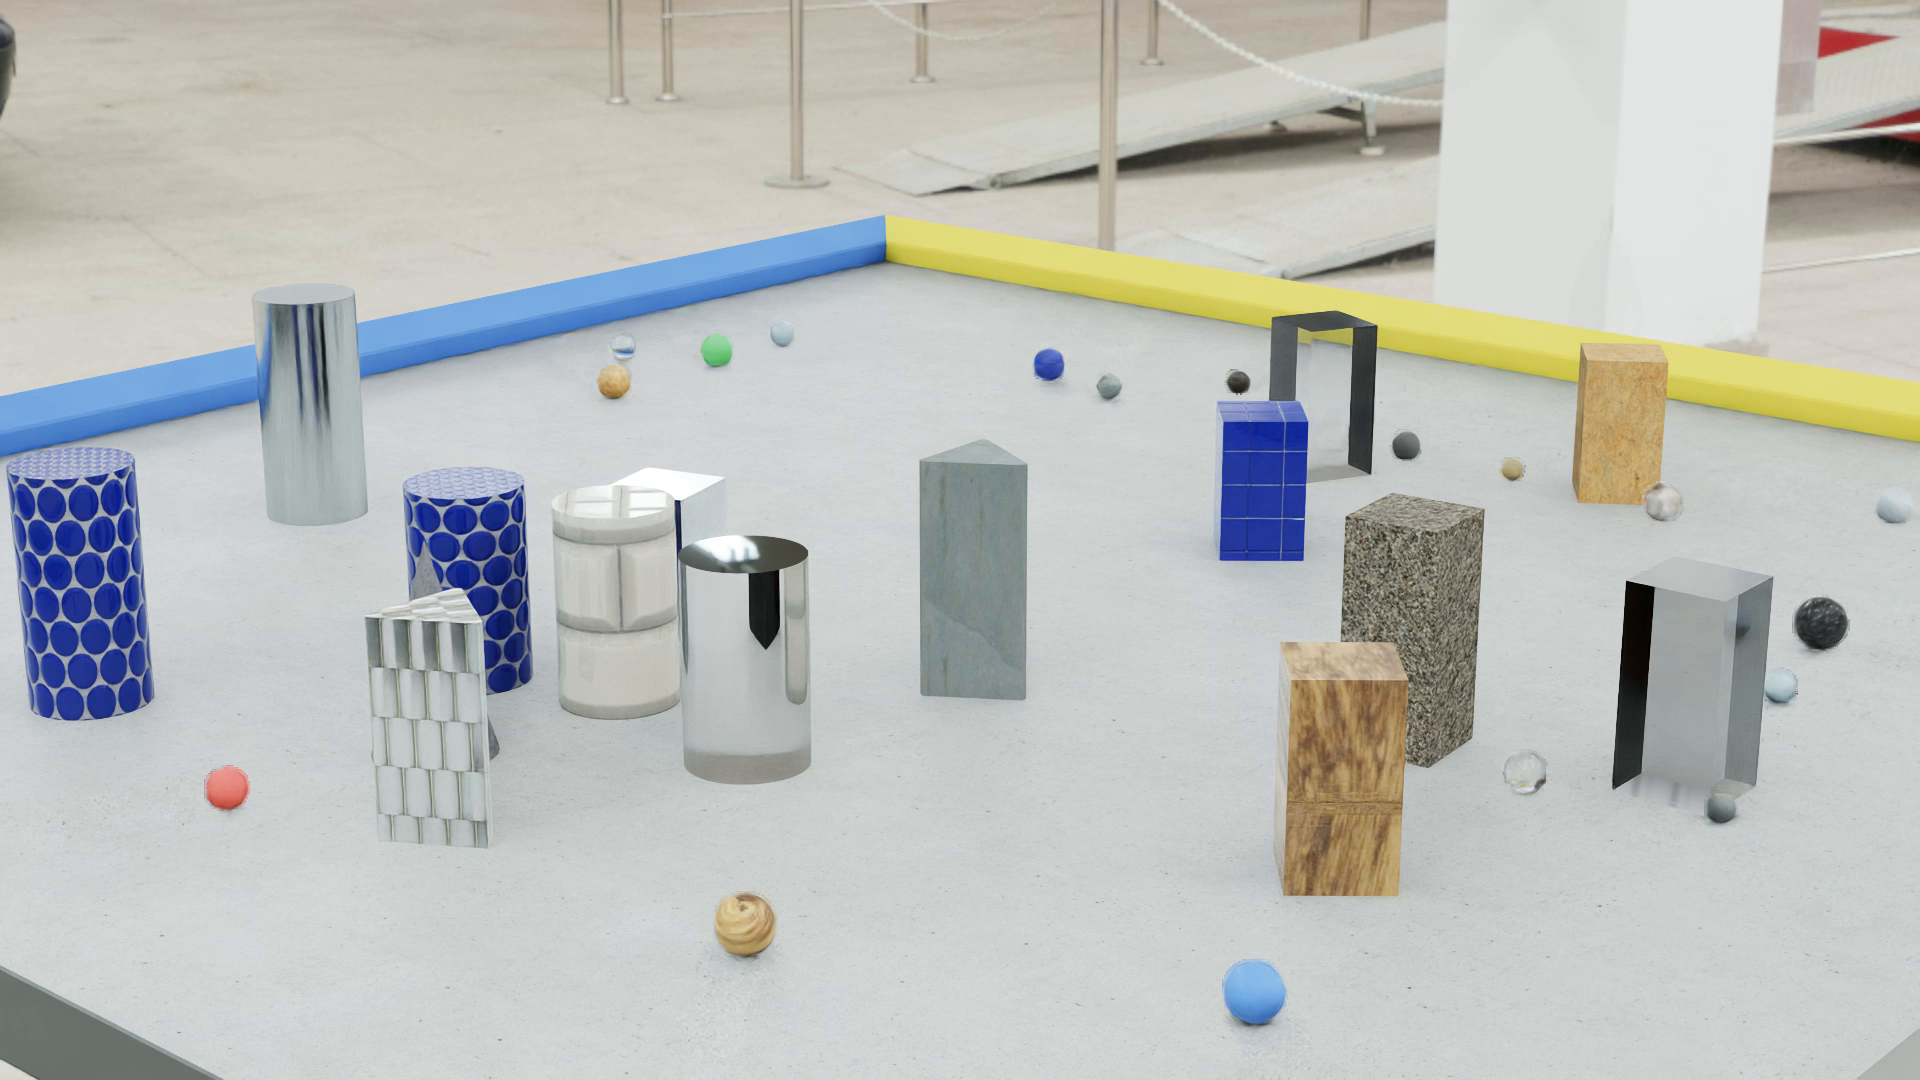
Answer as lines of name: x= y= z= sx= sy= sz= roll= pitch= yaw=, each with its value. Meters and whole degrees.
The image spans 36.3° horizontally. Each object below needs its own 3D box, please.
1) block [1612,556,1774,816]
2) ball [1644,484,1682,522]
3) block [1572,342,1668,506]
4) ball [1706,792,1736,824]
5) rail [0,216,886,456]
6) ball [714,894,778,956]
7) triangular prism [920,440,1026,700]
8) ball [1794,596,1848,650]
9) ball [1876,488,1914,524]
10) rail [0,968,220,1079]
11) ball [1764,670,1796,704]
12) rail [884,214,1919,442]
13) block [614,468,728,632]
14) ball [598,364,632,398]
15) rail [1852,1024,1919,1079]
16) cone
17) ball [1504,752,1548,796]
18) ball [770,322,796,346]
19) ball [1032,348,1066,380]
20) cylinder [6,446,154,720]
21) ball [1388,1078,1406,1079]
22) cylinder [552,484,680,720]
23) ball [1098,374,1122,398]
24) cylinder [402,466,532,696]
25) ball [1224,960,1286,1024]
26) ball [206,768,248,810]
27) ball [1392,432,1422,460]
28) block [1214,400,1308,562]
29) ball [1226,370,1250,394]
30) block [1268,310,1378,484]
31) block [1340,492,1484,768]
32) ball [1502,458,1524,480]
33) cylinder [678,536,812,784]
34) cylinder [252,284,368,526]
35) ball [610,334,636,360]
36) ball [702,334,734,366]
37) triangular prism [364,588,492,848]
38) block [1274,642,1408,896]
block: x=1.049 y=0.207 z=4.202 sx=0.152 sy=0.319 sz=0.152 roll=14 pitch=21 yaw=38
ball: x=1.332 y=-0.071 z=5.552 sx=0.071 sy=0.071 sz=0.071 roll=0 pitch=17 yaw=0
block: x=1.282 y=-0.227 z=5.700 sx=0.152 sy=0.283 sz=0.152 roll=2 pitch=17 yaw=7
ball: x=1.069 y=0.377 z=4.120 sx=0.042 sy=0.042 sz=0.042 roll=0 pitch=17 yaw=0
rail: x=-1.551 y=-0.359 z=6.410 sx=0.045 sy=0.123 sz=4.170 roll=14 pitch=22 yaw=39
ball: x=-0.271 y=0.485 z=3.696 sx=0.080 sy=0.080 sz=0.080 roll=0 pitch=17 yaw=0
triangular prism: x=0.029 y=0.044 z=4.632 sx=0.165 sy=0.383 sz=0.143 roll=2 pitch=17 yaw=7
ball: x=1.420 y=0.137 z=4.838 sx=0.087 sy=0.087 sz=0.087 roll=0 pitch=17 yaw=0
ball: x=1.765 y=-0.066 z=5.538 sx=0.069 sy=0.069 sz=0.069 roll=0 pitch=17 yaw=0
rail: x=-1.352 y=0.481 z=3.630 sx=4.156 sy=0.123 sz=0.045 roll=14 pitch=22 yaw=39
ball: x=1.283 y=0.230 z=4.590 sx=0.052 sy=0.052 sz=0.052 roll=0 pitch=17 yaw=0
rail: x=1.352 y=-0.419 z=6.611 sx=4.156 sy=0.123 sz=0.045 roll=14 pitch=22 yaw=39
block: x=-0.496 y=0.023 z=4.941 sx=0.152 sy=0.245 sz=0.152 roll=8 pitch=18 yaw=24
ball: x=-0.763 y=-0.350 z=6.469 sx=0.075 sy=0.075 sz=0.075 roll=0 pitch=17 yaw=0
rail: x=1.551 y=0.420 z=3.831 sx=0.045 sy=0.123 sz=4.170 roll=14 pitch=22 yaw=39
cone: x=-0.785 y=0.158 z=4.342 sx=0.190 sy=0.332 sz=0.190 roll=0 pitch=17 yaw=0
ball: x=0.814 y=0.336 z=4.220 sx=0.063 sy=0.063 sz=0.063 roll=0 pitch=17 yaw=0
ball: x=-0.421 y=-0.489 z=6.955 sx=0.060 sy=0.060 sz=0.060 roll=0 pitch=17 yaw=0
ball: x=0.202 y=-0.398 z=6.628 sx=0.074 sy=0.074 sz=0.074 roll=0 pitch=17 yaw=0
cylinder: x=-1.364 y=0.066 z=4.553 sx=0.190 sy=0.386 sz=0.190 roll=0 pitch=17 yaw=0
ball: x=0.491 y=0.626 z=3.292 sx=0.044 sy=0.044 sz=0.044 roll=0 pitch=17 yaw=0
cylinder: x=-0.534 y=0.095 z=4.565 sx=0.190 sy=0.323 sz=0.190 roll=0 pitch=17 yaw=0
ball: x=0.330 y=-0.339 z=6.468 sx=0.055 sy=0.055 sz=0.055 roll=0 pitch=17 yaw=0
cylinder: x=-0.782 y=0.065 z=4.666 sx=0.190 sy=0.324 sz=0.190 roll=0 pitch=17 yaw=0
ball: x=0.353 y=0.542 z=3.516 sx=0.074 sy=0.074 sz=0.074 roll=0 pitch=17 yaw=0
ball: x=-1.042 y=0.353 z=4.168 sx=0.059 sy=0.059 sz=0.059 roll=0 pitch=17 yaw=0
ball: x=0.910 y=-0.192 z=5.974 sx=0.059 sy=0.059 sz=0.059 roll=0 pitch=17 yaw=0
block: x=0.547 y=-0.109 z=5.349 sx=0.152 sy=0.260 sz=0.152 roll=0 pitch=17 yaw=0
ball: x=0.618 y=-0.349 z=6.506 sx=0.053 sy=0.053 sz=0.053 roll=0 pitch=17 yaw=0
block: x=0.723 y=-0.288 z=5.863 sx=0.152 sy=0.307 sz=0.152 roll=-8 pitch=18 yaw=-24
block: x=0.671 y=0.133 z=4.374 sx=0.152 sy=0.362 sz=0.152 roll=11 pitch=20 yaw=33
ball: x=1.098 y=-0.140 z=5.827 sx=0.044 sy=0.044 sz=0.044 roll=0 pitch=17 yaw=0
cylinder: x=-0.315 y=0.174 z=4.306 sx=0.190 sy=0.322 sz=0.190 roll=0 pitch=17 yaw=0
cylinder: x=-1.230 y=-0.258 z=5.556 sx=0.190 sy=0.426 sz=0.190 roll=0 pitch=17 yaw=0
ball: x=-0.785 y=-0.448 z=6.820 sx=0.060 sy=0.060 sz=0.060 roll=0 pitch=17 yaw=0
ball: x=-0.560 y=-0.438 z=6.762 sx=0.074 sy=0.074 sz=0.074 roll=0 pitch=17 yaw=0
triangular prism: x=-0.713 y=0.243 z=4.071 sx=0.165 sy=0.326 sz=0.143 roll=3 pitch=17 yaw=10
block: x=0.505 y=0.304 z=3.909 sx=0.152 sy=0.303 sz=0.152 roll=0 pitch=17 yaw=1
